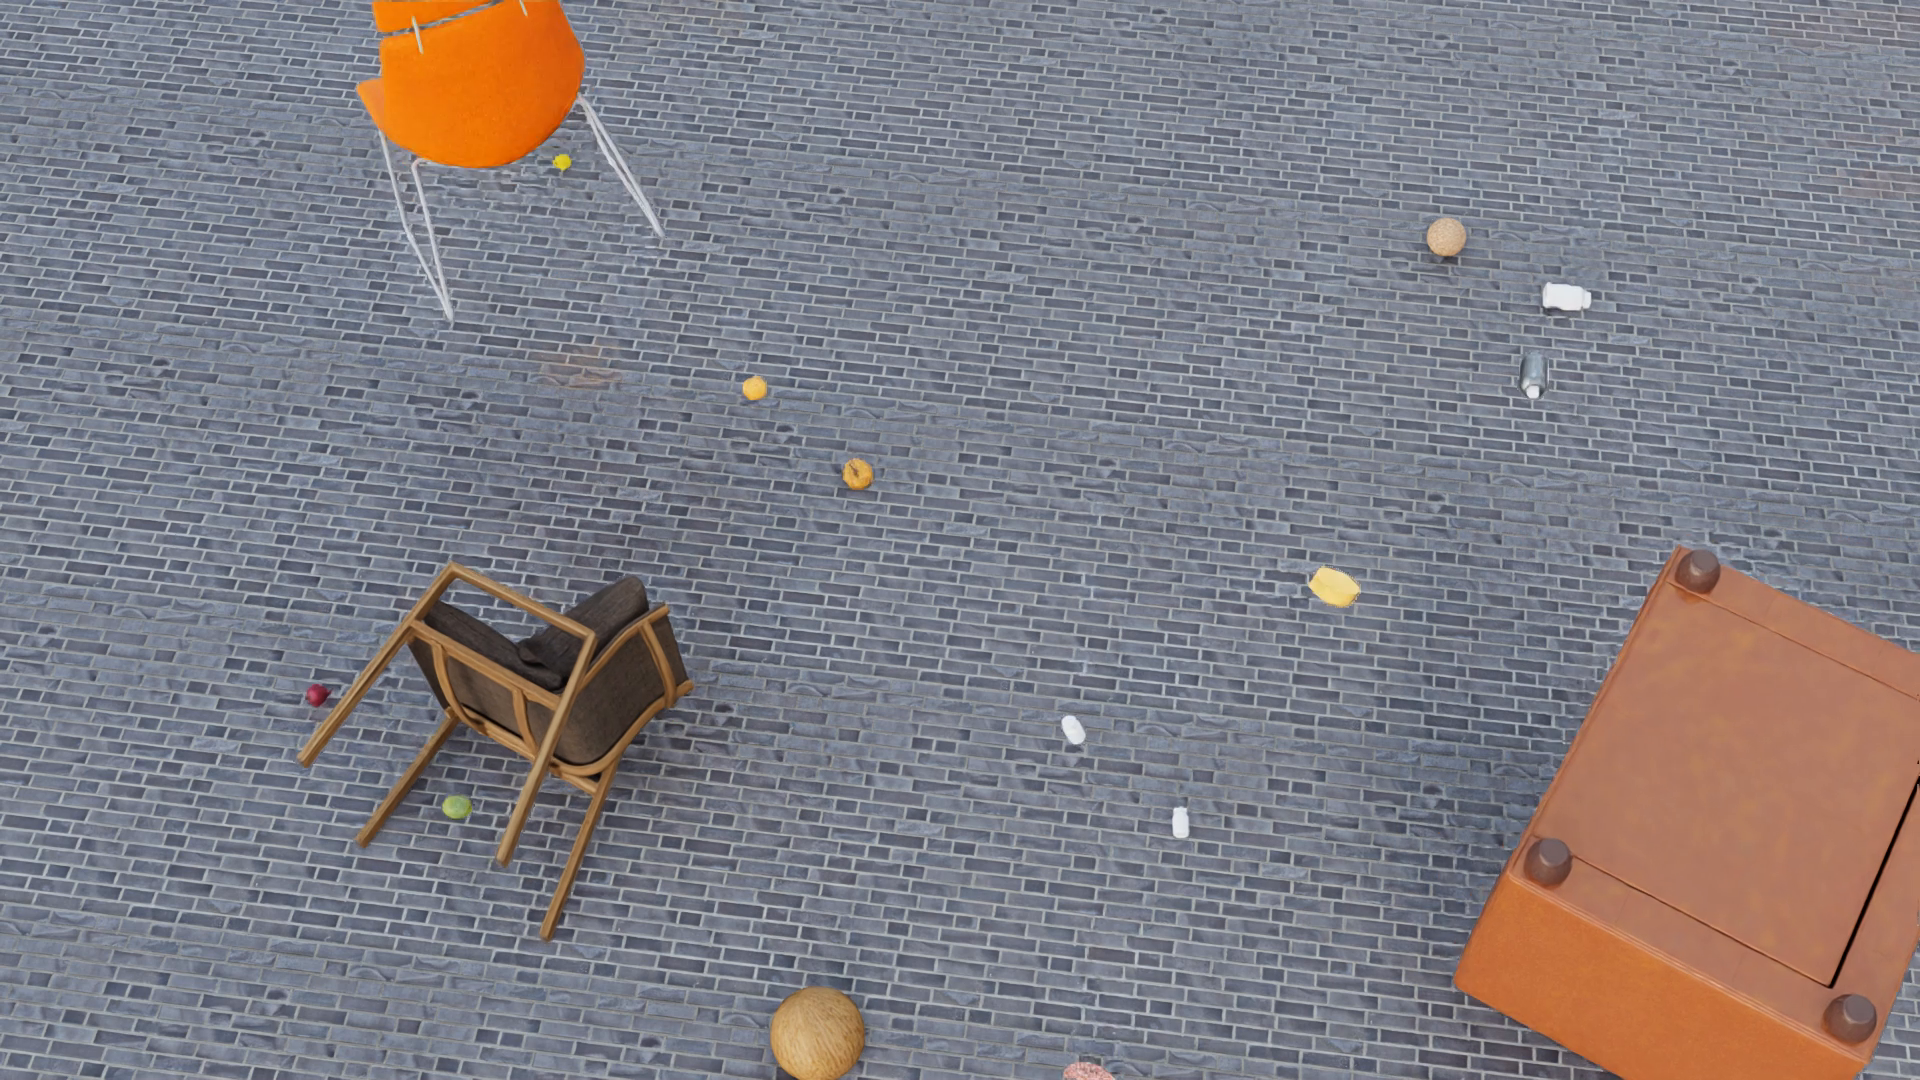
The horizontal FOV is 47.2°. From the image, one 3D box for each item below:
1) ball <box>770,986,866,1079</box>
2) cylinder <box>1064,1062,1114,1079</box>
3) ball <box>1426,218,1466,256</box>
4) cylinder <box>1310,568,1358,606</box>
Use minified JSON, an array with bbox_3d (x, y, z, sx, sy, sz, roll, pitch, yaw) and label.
[{"bbox_3d":[-0.362,1.255,5.586,0.242,0.242,0.242,0,56,0],"label":"ball"},{"bbox_3d":[0.333,1.379,5.541,0.138,0.163,0.088,17,70,14],"label":"cylinder"},{"bbox_3d":[1.584,-0.986,7.160,0.126,0.126,0.126,0,56,0],"label":"ball"},{"bbox_3d":[1.078,0.136,6.342,0.130,0.092,0.058,27,66,5],"label":"cylinder"}]
